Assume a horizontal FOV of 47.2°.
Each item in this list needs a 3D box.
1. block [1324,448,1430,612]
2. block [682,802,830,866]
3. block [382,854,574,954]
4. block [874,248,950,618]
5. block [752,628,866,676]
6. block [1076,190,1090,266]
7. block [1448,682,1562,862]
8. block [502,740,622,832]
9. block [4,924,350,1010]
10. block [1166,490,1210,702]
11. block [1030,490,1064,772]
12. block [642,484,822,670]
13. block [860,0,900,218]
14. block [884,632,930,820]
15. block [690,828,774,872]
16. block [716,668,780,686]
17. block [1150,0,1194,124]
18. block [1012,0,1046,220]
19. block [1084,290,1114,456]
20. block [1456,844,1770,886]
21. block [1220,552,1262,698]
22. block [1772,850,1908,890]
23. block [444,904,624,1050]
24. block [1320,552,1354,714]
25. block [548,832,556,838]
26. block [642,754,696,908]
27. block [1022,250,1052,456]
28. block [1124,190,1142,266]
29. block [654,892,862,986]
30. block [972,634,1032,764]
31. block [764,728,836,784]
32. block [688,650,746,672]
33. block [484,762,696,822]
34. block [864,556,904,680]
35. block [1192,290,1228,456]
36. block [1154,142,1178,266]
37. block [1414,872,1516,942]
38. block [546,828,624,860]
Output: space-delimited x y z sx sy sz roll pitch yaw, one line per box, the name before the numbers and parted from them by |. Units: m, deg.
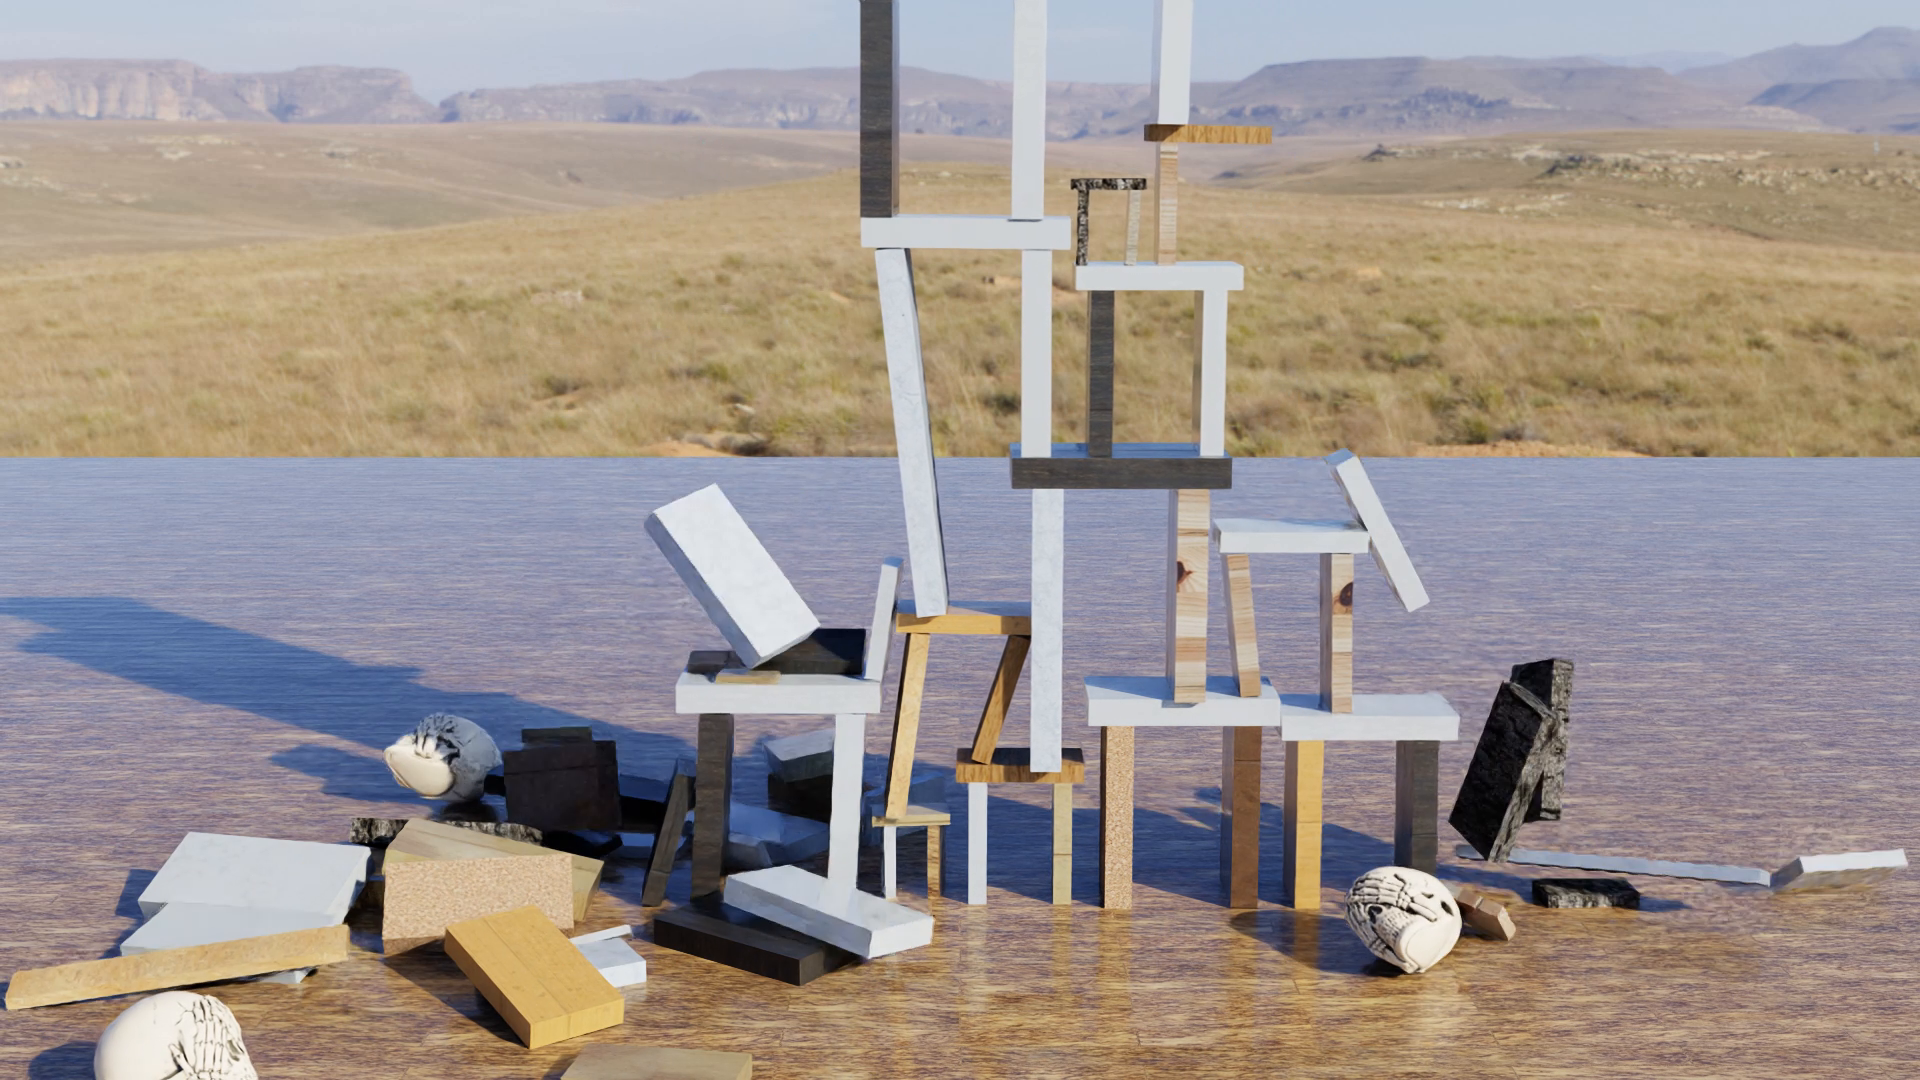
block | 0.676 -0.018 3.572 0.037 0.265 0.132 -27 6 5
block | -0.367 0.521 3.935 0.265 0.037 0.132 7 13 35
block | -0.755 0.571 3.457 0.288 0.041 0.144 -2 45 -10
block | -0.075 -0.179 3.538 0.046 0.585 0.162 -6 10 3
block | -0.252 0.184 3.634 0.188 0.027 0.094 1 32 3
block | 0.194 -0.494 3.468 0.016 0.116 0.058 1 11 2
block | 0.900 0.383 3.636 0.037 0.265 0.132 10 18 -21
block | -0.704 0.437 3.878 0.042 0.148 0.297 -1 -7 -44
block | -1.149 0.629 3.246 0.480 0.020 0.071 -7 24 -9
block | 0.368 0.074 3.569 0.049 0.346 0.173 0 11 0
block | 0.141 0.131 3.579 0.049 0.461 0.173 0 11 2
block | -0.372 0.057 3.587 0.149 0.297 0.042 -28 -12 -48
block | -0.125 -0.683 3.444 0.049 0.346 0.173 1 11 2
block | -0.088 0.293 3.617 0.031 0.309 0.109 7 10 -5
block | -0.392 0.533 3.778 0.141 0.071 0.020 6 41 31
block | -0.342 0.222 3.554 0.095 0.014 0.048 1 11 6
block | 0.332 -0.932 3.385 0.046 0.575 0.162 1 11 0
block | 0.108 -0.679 3.433 0.049 0.346 0.173 1 11 2
block | 0.223 -0.273 3.512 0.037 0.260 0.130 0 11 1
block | 1.065 0.533 3.613 0.491 0.022 0.077 1 -10 30
block | 0.457 0.126 3.584 0.033 0.236 0.118 -7 10 2
block | 1.466 0.550 3.666 0.190 0.027 0.095 -2 -27 -11
block | -0.619 0.628 3.185 0.144 0.041 0.288 -9 25 -35
block | 0.613 0.140 3.590 0.033 0.264 0.118 -2 11 0
block | -0.711 0.514 4.022 0.071 0.020 0.141 -1 11 -3
block | -0.481 0.479 3.639 0.032 0.228 0.114 15 9 -9
block | 0.122 -0.305 3.507 0.046 0.324 0.162 0 11 2
block | 0.272 -0.494 3.467 0.016 0.116 0.058 3 11 0
block | -0.315 0.617 3.411 0.297 0.042 0.148 8 13 35
block | 0.068 0.249 3.610 0.031 0.218 0.109 18 11 -1
block | -0.285 0.411 4.220 0.148 0.042 0.371 -11 2 -10
block | -0.399 0.201 3.630 0.095 0.014 0.048 0 28 2
block | -0.690 0.467 4.117 0.370 0.037 0.132 8 10 10
block | -0.123 0.127 3.583 0.027 0.188 0.094 10 9 3
block | 0.398 -0.273 3.512 0.037 0.260 0.130 0 11 0
block | 0.324 -0.531 3.466 0.027 0.190 0.095 0 11 0
block | 0.799 0.579 3.481 0.154 0.077 0.022 20 64 43
block | -0.660 0.530 3.861 0.071 0.020 0.141 -26 20 -35
